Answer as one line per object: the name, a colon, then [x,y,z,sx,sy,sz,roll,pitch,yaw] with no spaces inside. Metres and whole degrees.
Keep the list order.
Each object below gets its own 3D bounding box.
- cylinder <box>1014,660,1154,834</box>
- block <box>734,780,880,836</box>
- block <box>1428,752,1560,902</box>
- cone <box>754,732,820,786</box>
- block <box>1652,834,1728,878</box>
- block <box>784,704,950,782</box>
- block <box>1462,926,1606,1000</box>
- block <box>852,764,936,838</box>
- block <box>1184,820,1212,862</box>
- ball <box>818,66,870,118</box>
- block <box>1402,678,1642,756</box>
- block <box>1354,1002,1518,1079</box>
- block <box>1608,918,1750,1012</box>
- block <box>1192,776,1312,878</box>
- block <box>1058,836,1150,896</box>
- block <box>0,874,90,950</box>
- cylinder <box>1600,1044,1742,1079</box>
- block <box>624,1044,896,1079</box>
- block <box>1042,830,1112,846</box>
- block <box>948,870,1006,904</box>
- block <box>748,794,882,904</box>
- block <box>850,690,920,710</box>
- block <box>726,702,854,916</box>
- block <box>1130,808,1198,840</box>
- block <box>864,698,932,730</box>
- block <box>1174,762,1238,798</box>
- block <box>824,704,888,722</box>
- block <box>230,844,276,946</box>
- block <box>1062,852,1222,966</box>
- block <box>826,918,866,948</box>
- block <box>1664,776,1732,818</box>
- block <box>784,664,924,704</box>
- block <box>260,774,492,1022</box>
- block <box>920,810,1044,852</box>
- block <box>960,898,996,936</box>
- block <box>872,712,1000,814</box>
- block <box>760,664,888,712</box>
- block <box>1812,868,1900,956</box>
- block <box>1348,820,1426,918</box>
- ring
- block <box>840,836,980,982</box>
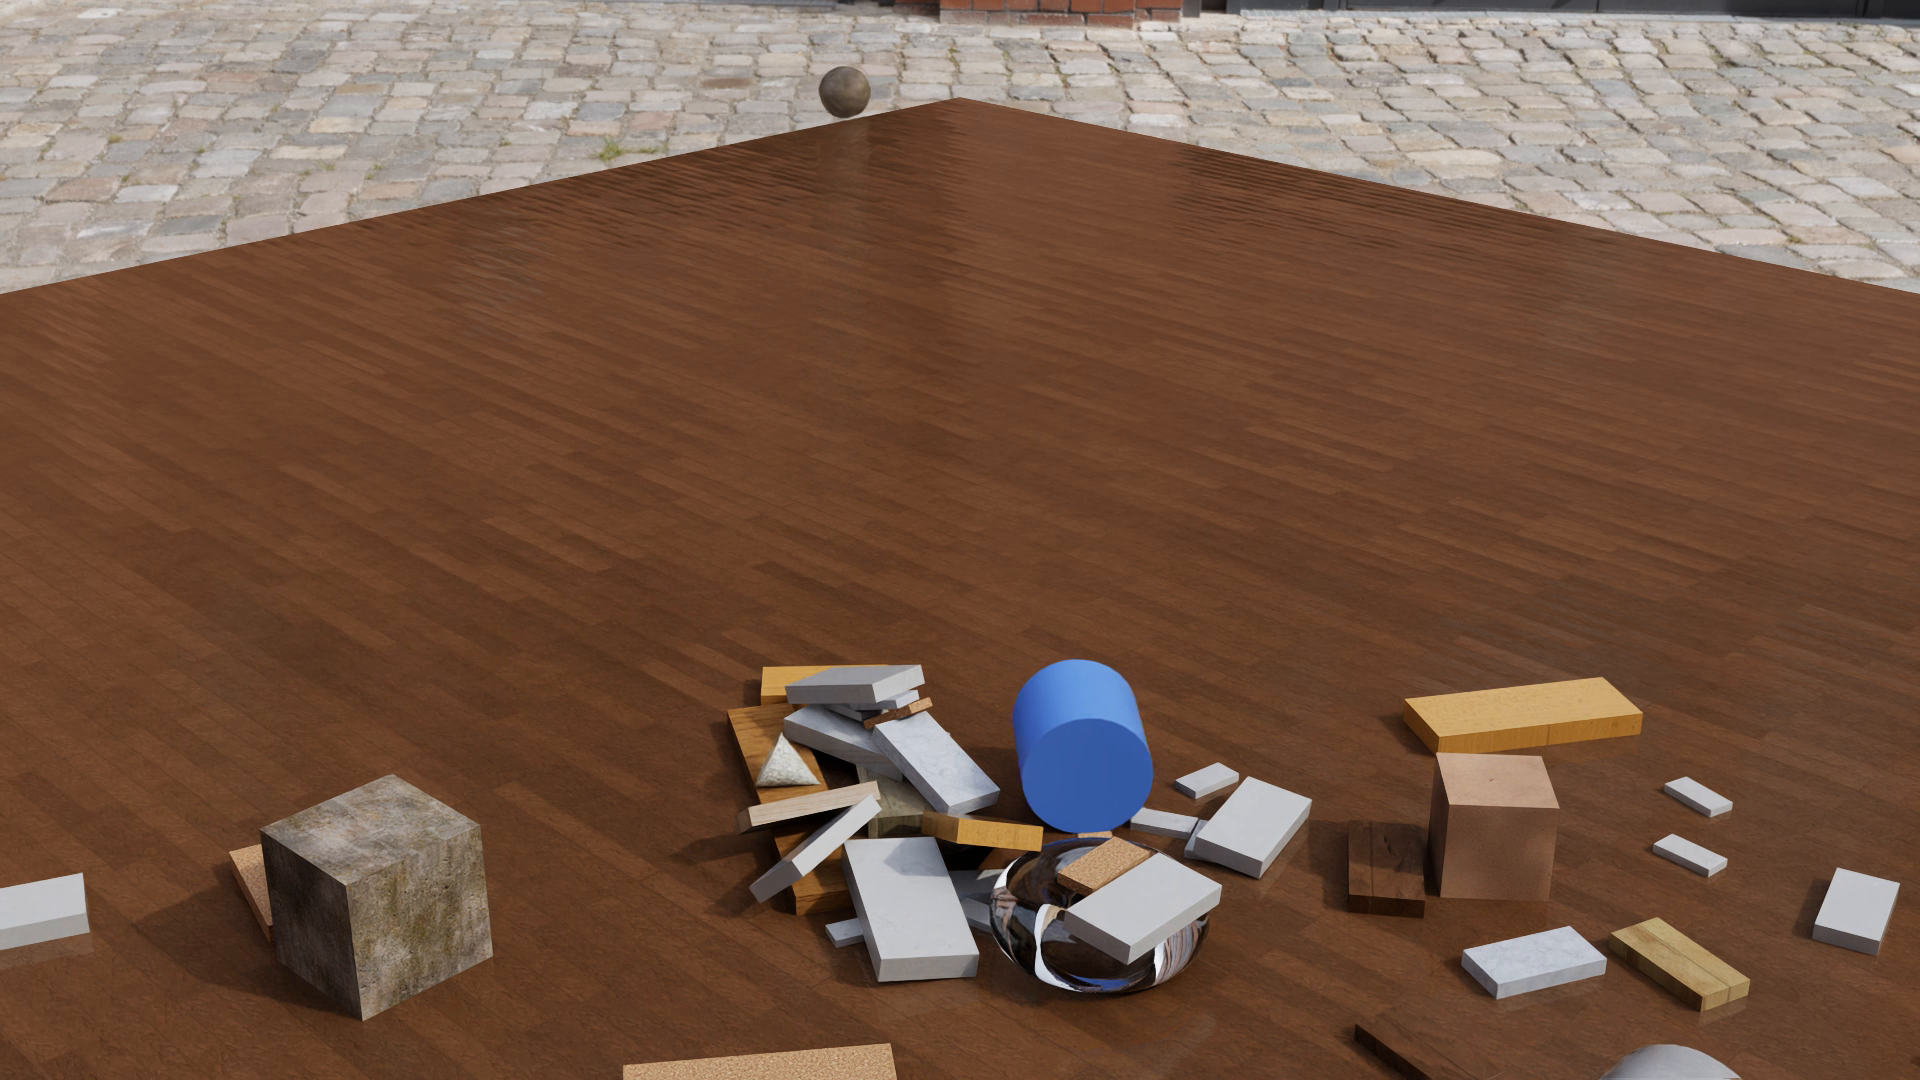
cylinder: [0.246,0.416,4.448,0.260,0.260,0.260,-1,23,-3]
block: [-0.299,0.523,4.287,0.262,0.037,0.131,-10,-12,-21]
block: [1.018,0.548,4.212,0.202,0.202,0.202,2,23,4]
cone: [-0.337,0.472,4.477,0.121,0.121,0.121,26,23,-6]
block: [1.424,0.615,4.289,0.062,0.018,0.124,-18,29,-36]
block: [-0.197,0.410,4.620,0.319,0.045,0.160,17,28,34]
block: [1.028,0.756,3.939,0.226,0.032,0.113,-8,24,-19]
block: [-0.127,0.505,4.513,0.160,0.045,0.320,-3,23,-8]
block: [0.488,0.594,4.339,0.062,0.017,0.123,8,24,18]
ball: [-0.563,-2.187,10.740,0.251,0.251,0.251,0,23,0]
block: [1.224,0.384,4.790,0.474,0.051,0.179,-5,24,-12]
block: [0.855,0.905,3.585,0.117,0.033,0.491,-14,27,-30]
block: [1.285,0.758,3.934,0.113,0.032,0.226,-12,26,-25]
block: [0.580,0.566,4.349,0.139,0.040,0.279,19,28,22]
block: [0.261,0.594,3.988,0.081,0.023,0.163,20,32,39]
block: [-1.772,0.699,4.058,0.299,0.042,0.149,-9,25,-21]
cylinder: [1.004,0.927,3.219,0.279,0.279,0.279,21,31,40]
block: [-0.325,0.900,3.584,0.442,0.042,0.149,-3,23,-7]
block: [0.210,0.586,4.216,0.081,0.023,0.163,1,-16,-36]
block: [0.018,0.659,4.178,0.163,0.023,0.081,-1,23,-3]
block: [-0.271,0.580,4.145,0.131,0.037,0.278,-36,0,36]
block: [-0.158,0.333,4.572,0.136,0.019,0.068,-6,10,42]
block: [-0.338,0.528,4.464,0.142,0.040,0.781,-6,24,-14]
block: [0.409,0.568,4.400,0.123,0.017,0.062,8,24,18]
block: [-0.129,0.360,4.557,0.136,0.019,0.068,-23,-4,40]
block: [0.512,0.499,4.563,0.123,0.017,0.062,-17,28,-34]
block: [-0.222,0.350,4.654,0.068,0.019,0.136,-18,20,-36]
block: [-1.268,0.656,4.160,0.149,0.042,0.299,-13,26,-27]
block: [0.323,0.644,3.862,0.140,0.040,0.279,24,30,34]
block: [-0.186,0.718,4.049,0.112,0.016,0.056,-10,25,-21]
block: [1.510,0.525,4.500,0.062,0.018,0.124,-13,26,-27]
block: [-0.225,0.306,4.656,0.283,0.040,0.142,-5,10,46]
block: [-1.039,0.631,3.925,0.273,0.273,0.273,20,30,39]
block: [0.038,0.552,4.186,0.160,0.045,0.319,7,-6,-12]
block: [0.043,0.701,4.089,0.112,0.016,0.056,15,27,32]
block: [-0.050,0.454,4.455,0.131,0.037,0.262,-13,42,-37]
block: [-0.301,0.331,4.928,0.283,0.040,0.142,-1,23,-2]
block: [1.669,0.690,4.094,0.113,0.032,0.226,13,26,28]
block: [0.817,0.630,4.226,0.140,0.040,0.279,4,23,8]
ring: [0.253,0.677,3.993,0.403,0.134,0.403,1,24,0]
block: [-0.097,0.673,4.043,0.179,0.051,0.358,0,28,-15]
